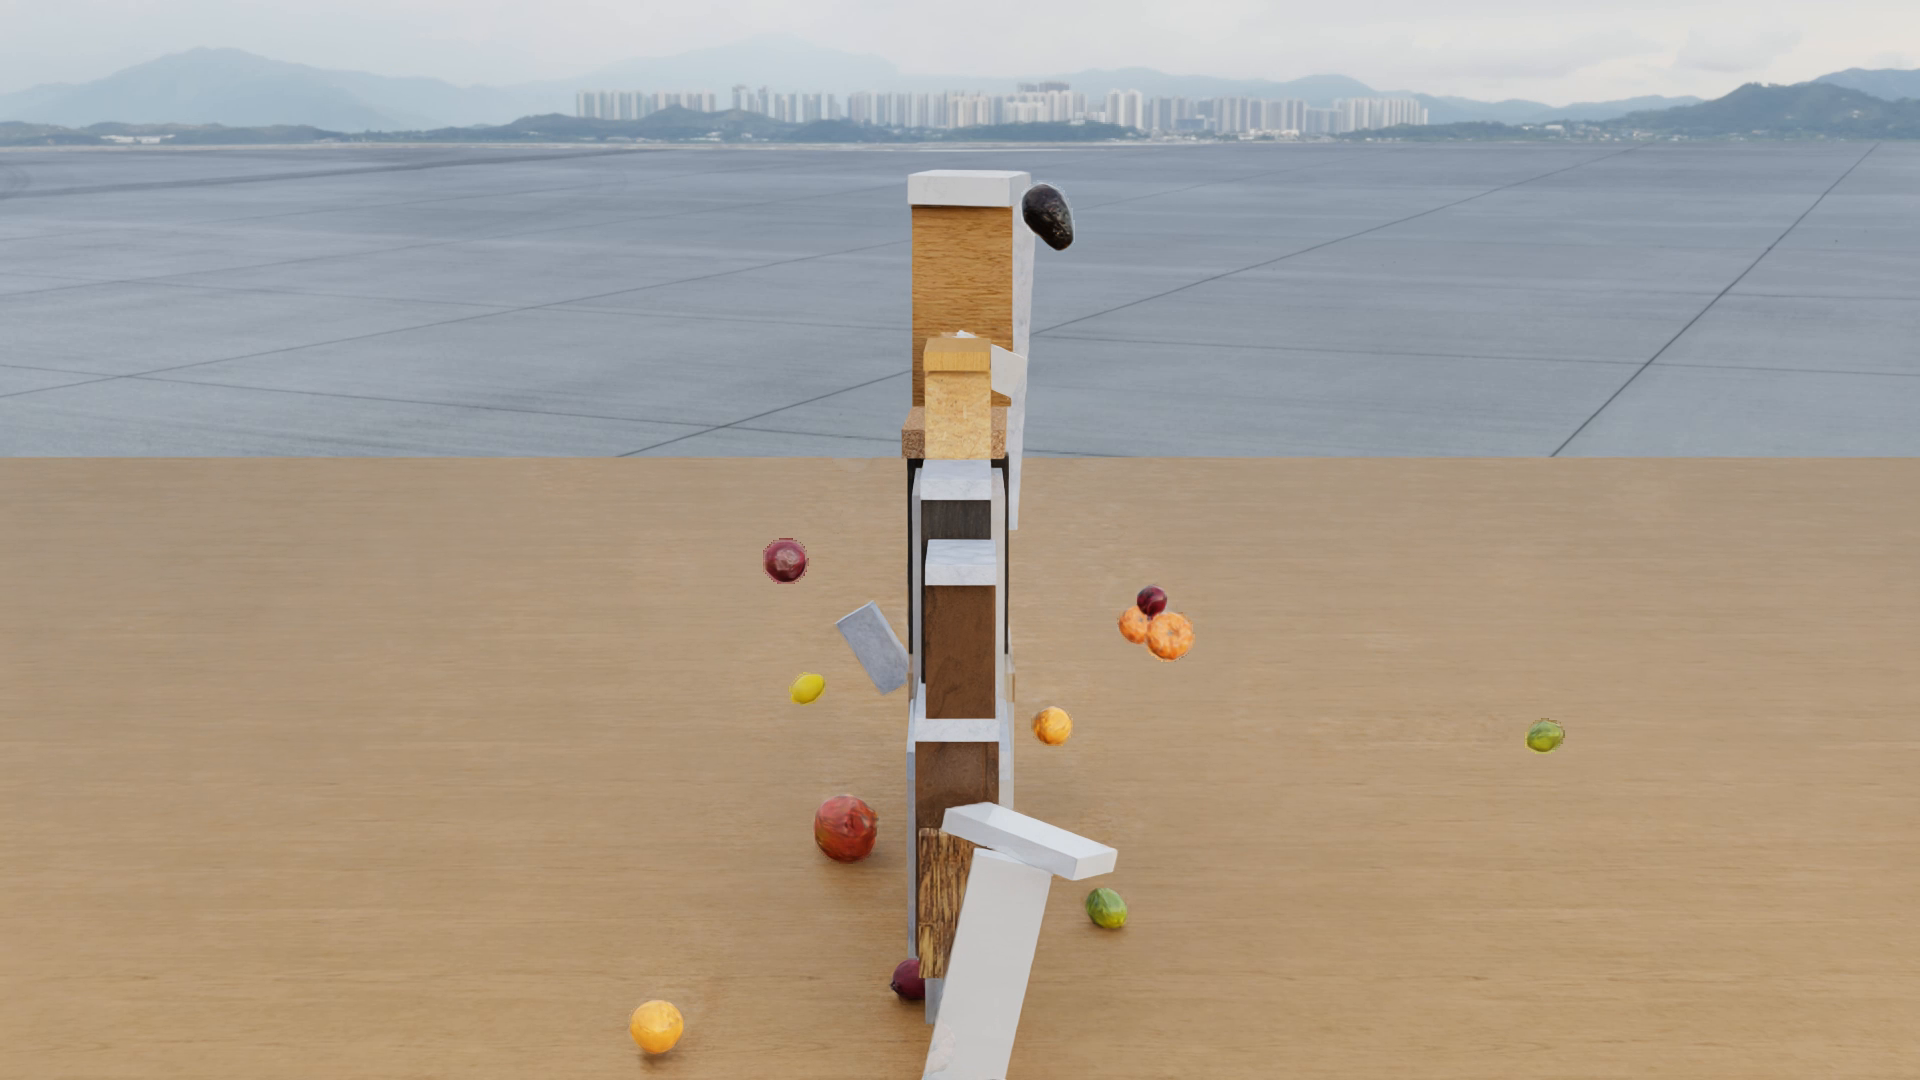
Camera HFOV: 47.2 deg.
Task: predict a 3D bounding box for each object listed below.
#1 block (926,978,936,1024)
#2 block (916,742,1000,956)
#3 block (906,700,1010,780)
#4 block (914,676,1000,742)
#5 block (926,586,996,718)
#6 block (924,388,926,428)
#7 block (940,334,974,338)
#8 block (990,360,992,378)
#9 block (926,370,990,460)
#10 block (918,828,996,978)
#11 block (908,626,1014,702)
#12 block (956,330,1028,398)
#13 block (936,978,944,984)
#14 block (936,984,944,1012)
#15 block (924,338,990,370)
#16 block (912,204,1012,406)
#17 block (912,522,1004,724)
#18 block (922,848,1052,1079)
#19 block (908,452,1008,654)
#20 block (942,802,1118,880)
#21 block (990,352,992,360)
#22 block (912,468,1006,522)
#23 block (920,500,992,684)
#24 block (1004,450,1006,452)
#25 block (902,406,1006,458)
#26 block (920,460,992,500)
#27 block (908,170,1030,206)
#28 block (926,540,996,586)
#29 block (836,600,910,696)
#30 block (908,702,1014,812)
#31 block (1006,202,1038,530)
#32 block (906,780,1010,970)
[{"bbox_3d":[-0.001,0.593,3.126,0.096,0.192,0.027,0,10,0],"label":"block"},{"bbox_3d":[-0.004,0.417,3.014,0.113,0.312,0.032,0,10,0],"label":"block"},{"bbox_3d":[-0.002,0.306,3.397,0.153,0.043,0.307,0,11,0],"label":"block"},{"bbox_3d":[-0.003,0.234,3.058,0.113,0.032,0.227,0,11,0],"label":"block"},{"bbox_3d":[0.001,0.145,2.937,0.093,0.186,0.026,0,11,0],"label":"block"},{"bbox_3d":[-0.023,-0.179,3.547,0.066,0.132,0.019,1,21,4],"label":"block"},{"bbox_3d":[-0.004,-0.340,3.758,0.058,0.016,0.116,0,11,1],"label":"block"},{"bbox_3d":[-0.002,-0.183,3.399,0.097,0.193,0.027,-1,16,-4],"label":"block"},{"bbox_3d":[-0.003,-0.159,3.276,0.097,0.194,0.027,0,13,0],"label":"block"},{"bbox_3d":[-0.003,0.486,2.942,0.102,0.204,0.029,0,14,0],"label":"block"},{"bbox_3d":[0.002,0.207,3.715,0.172,0.049,0.344,0,11,0],"label":"block"},{"bbox_3d":[0.041,-0.288,3.595,0.137,0.068,0.019,20,11,-36],"label":"block"},{"bbox_3d":[-0.003,0.582,3.028,0.058,0.017,0.117,0,11,0],"label":"block"},{"bbox_3d":[-0.002,0.654,3.002,0.059,0.117,0.017,0,10,0],"label":"block"},{"bbox_3d":[-0.003,-0.280,3.316,0.097,0.027,0.193,0,11,1],"label":"block"},{"bbox_3d":[0.004,-0.412,3.868,0.175,0.350,0.050,0,10,1],"label":"block"},{"bbox_3d":[-0.002,0.122,3.386,0.140,0.322,0.040,0,11,0],"label":"block"},{"bbox_3d":[0.033,0.568,2.825,0.102,0.338,0.029,12,10,-2],"label":"block"},{"bbox_3d":[-0.003,0.022,3.665,0.167,0.334,0.047,0,11,0],"label":"block"},{"bbox_3d":[0.089,0.388,2.845,0.204,0.029,0.102,17,8,32],"label":"block"},{"bbox_3d":[0.008,-0.247,3.562,0.068,0.137,0.019,3,34,-8],"label":"block"},{"bbox_3d":[-0.002,-0.072,3.445,0.140,0.040,0.280,0,11,0],"label":"block"},{"bbox_3d":[-0.006,0.070,3.119,0.099,0.268,0.028,0,11,0],"label":"block"},{"bbox_3d":[-0.002,0.035,3.895,0.167,0.444,0.047,0,11,0],"label":"block"},{"bbox_3d":[-0.006,-0.186,3.740,0.167,0.047,0.334,0,11,2],"label":"block"},{"bbox_3d":[-0.005,-0.088,3.157,0.099,0.028,0.197,0,11,1],"label":"block"},{"bbox_3d":[0.021,-0.631,3.937,0.175,0.050,0.350,3,11,7],"label":"block"},{"bbox_3d":[0.002,0.029,2.978,0.093,0.026,0.186,0,11,0],"label":"block"},{"bbox_3d":[-0.155,0.205,4.155,0.083,0.166,0.023,-30,7,23],"label":"block"},{"bbox_3d":[0.002,0.421,3.638,0.172,0.344,0.049,0,11,0],"label":"block"},{"bbox_3d":[0.037,-0.327,4.116,0.175,0.610,0.050,3,10,-1],"label":"block"},{"bbox_3d":[-0.002,0.497,3.329,0.153,0.307,0.043,0,11,0],"label":"block"}]
